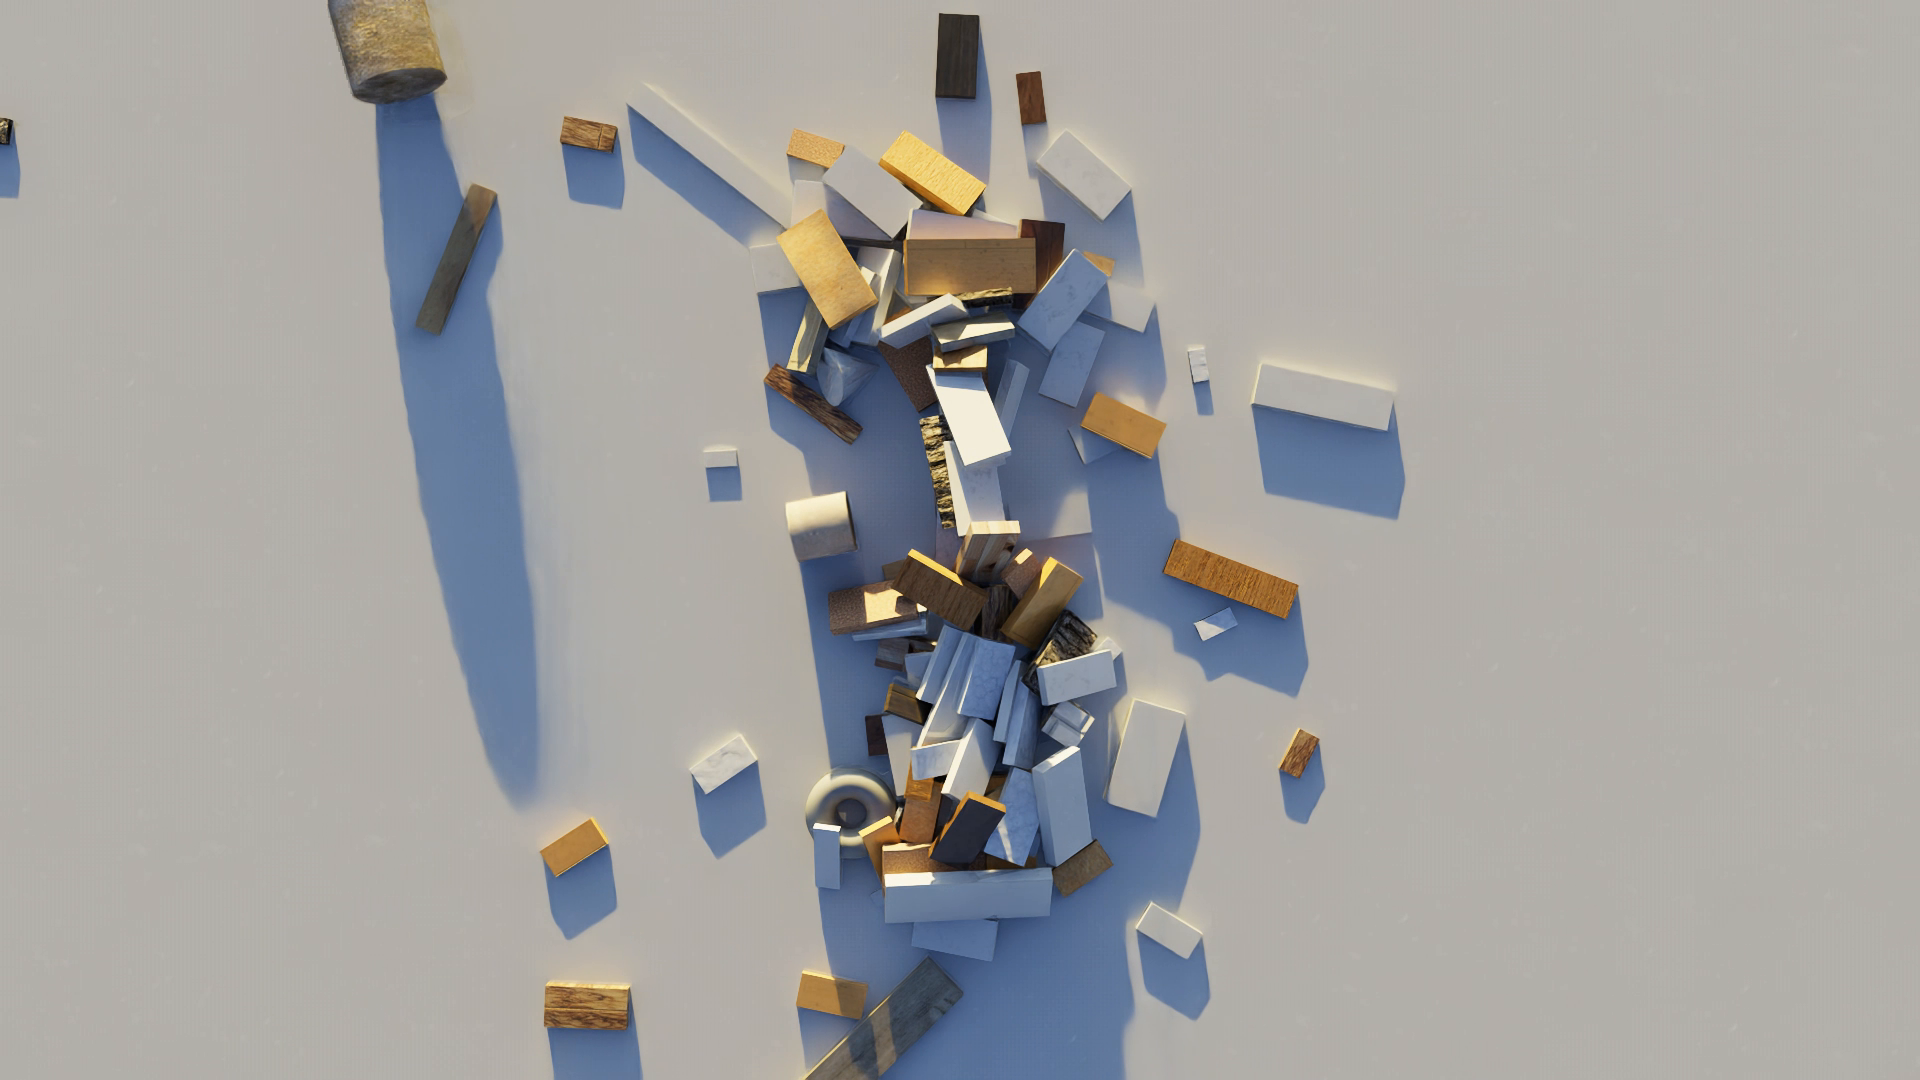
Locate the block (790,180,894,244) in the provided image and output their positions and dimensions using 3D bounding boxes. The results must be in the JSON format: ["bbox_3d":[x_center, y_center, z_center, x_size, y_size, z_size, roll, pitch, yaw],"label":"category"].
[{"bbox_3d":[-0.381,-1.080,5.428,0.337,0.048,0.168,6,90,0],"label":"block"}]

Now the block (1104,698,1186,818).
[{"bbox_3d":[0.613,0.722,5.475,0.177,0.050,0.354,16,90,0],"label":"block"}]

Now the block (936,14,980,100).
[{"bbox_3d":[-0.009,-1.607,5.481,0.135,0.038,0.269,3,90,0],"label":"block"}]

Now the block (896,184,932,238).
[{"bbox_3d":[-0.266,-1.095,5.476,0.337,0.048,0.168,4,90,0],"label":"block"}]

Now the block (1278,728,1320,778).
[{"bbox_3d":[1.129,0.710,5.489,0.074,0.021,0.149,27,90,0],"label":"block"}]

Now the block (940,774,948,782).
[{"bbox_3d":[-0.023,0.704,5.486,0.101,0.029,0.202,-4,90,0],"label":"block"}]

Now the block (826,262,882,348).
[{"bbox_3d":[-0.364,-0.776,5.424,0.130,0.037,0.259,34,102,39],"label":"block"}]

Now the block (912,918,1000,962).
[{"bbox_3d":[-0.016,1.296,5.452,0.273,0.039,0.136,9,97,9],"label":"block"}]

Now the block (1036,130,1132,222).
[{"bbox_3d":[0.413,-1.210,5.479,0.293,0.042,0.147,42,90,0],"label":"block"}]

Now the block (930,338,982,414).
[{"bbox_3d":[-0.003,-0.517,5.366,0.151,0.043,0.302,-6,87,-2],"label":"block"}]

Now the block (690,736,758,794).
[{"bbox_3d":[-0.787,0.746,5.486,0.202,0.029,0.101,-34,90,0],"label":"block"}]

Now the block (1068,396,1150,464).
[{"bbox_3d":[0.504,-0.365,5.481,0.263,0.037,0.131,-25,90,0],"label":"block"}]

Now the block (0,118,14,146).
[{"bbox_3d":[-3.246,-1.370,5.488,0.166,0.023,0.083,9,90,0],"label":"block"}]

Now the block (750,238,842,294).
[{"bbox_3d":[-0.536,-0.916,5.478,0.304,0.043,0.152,-9,90,0],"label":"block"}]

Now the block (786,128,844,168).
[{"bbox_3d":[-0.481,-1.299,5.488,0.175,0.025,0.087,18,90,0],"label":"block"}]

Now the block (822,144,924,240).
[{"bbox_3d":[-0.285,-1.137,5.383,0.304,0.043,0.152,40,90,0],"label":"block"}]

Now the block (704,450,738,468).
[{"bbox_3d":[-0.797,-0.271,5.492,0.108,0.015,0.054,-3,90,0],"label":"block"}]

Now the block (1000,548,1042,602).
[{"bbox_3d":[0.234,0.152,5.399,0.123,0.035,0.247,-42,131,-7],"label":"block"}]

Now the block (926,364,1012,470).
[{"bbox_3d":[0.026,-0.414,5.256,0.154,0.044,0.374,-19,69,-6],"label":"block"}]

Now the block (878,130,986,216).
[{"bbox_3d":[-0.091,-1.203,5.444,0.328,0.043,0.152,34,61,0],"label":"block"}]

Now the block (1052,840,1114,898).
[{"bbox_3d":[0.401,1.093,5.486,0.197,0.028,0.099,-34,90,0],"label":"block"}]

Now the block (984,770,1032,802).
[{"bbox_3d":[0.154,0.861,5.390,0.241,0.034,0.121,-28,98,-7],"label":"block"}]

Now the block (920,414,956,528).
[{"bbox_3d":[-0.006,-0.231,5.315,0.180,0.051,0.359,-12,92,-2],"label":"block"}]

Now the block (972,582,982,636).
[{"bbox_3d":[0.012,0.234,5.437,0.111,0.031,0.222,2,110,-3],"label":"block"}]

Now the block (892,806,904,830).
[{"bbox_3d":[-0.210,0.932,5.450,0.015,0.051,0.103,26,90,18],"label":"block"}]

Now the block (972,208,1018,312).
[{"bbox_3d":[0.061,-0.908,5.476,0.168,0.048,0.337,23,90,0],"label":"block"}]

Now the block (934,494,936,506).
[{"bbox_3d":[0.004,-0.152,5.416,0.180,0.051,0.359,-5,107,-1],"label":"block"}]

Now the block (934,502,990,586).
[{"bbox_3d":[0.009,0.039,5.420,0.180,0.051,0.359,1,107,-2],"label":"block"}]

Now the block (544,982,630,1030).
[{"bbox_3d":[-1.240,1.550,5.481,0.273,0.039,0.136,3,90,0],"label":"block"}]

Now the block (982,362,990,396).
[{"bbox_3d":[0.021,-0.440,5.444,0.151,0.043,0.301,-3,102,-2],"label":"block"}]

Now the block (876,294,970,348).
[{"bbox_3d":[-0.120,-0.707,5.342,0.276,0.130,0.037,-23,72,22],"label":"block"}]

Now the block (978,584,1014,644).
[{"bbox_3d":[0.117,0.260,5.413,0.111,0.031,0.222,-5,101,-23],"label":"block"}]

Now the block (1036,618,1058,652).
[{"bbox_3d":[0.287,0.303,5.490,0.069,0.020,0.139,45,90,0],"label":"block"}]

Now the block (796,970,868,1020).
[{"bbox_3d":[-0.425,1.514,5.484,0.222,0.031,0.111,12,90,0],"label":"block"}]

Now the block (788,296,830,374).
[{"bbox_3d":[-0.487,-0.678,5.437,0.037,0.130,0.259,17,90,-36],"label":"block"}]

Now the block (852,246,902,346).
[{"bbox_3d":[-0.301,-0.804,5.432,0.158,0.045,0.316,15,90,41],"label":"block"}]

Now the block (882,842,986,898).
[{"bbox_3d":[-0.086,1.077,5.399,0.334,0.047,0.167,-1,106,-6],"label":"block"}]

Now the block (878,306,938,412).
[{"bbox_3d":[-0.155,-0.600,5.478,0.158,0.045,0.316,-31,90,0],"label":"block"}]

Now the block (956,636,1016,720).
[{"bbox_3d":[0.083,0.450,5.357,0.127,0.036,0.255,14,97,-26],"label":"block"}]

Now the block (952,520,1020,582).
[{"bbox_3d":[0.080,0.040,5.263,0.154,0.308,0.044,-1,59,-14],"label":"block"}]

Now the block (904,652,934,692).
[{"bbox_3d":[-0.119,0.465,5.429,0.099,0.028,0.198,-5,112,5],"label":"block"}]

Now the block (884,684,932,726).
[{"bbox_3d":[-0.156,0.541,5.373,0.184,0.026,0.092,24,65,-25],"label":"block"}]

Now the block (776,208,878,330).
[{"bbox_3d":[-0.431,-0.878,5.354,0.176,0.050,0.352,-32,82,6],"label":"block"}]

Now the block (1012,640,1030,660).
[{"bbox_3d":[0.111,0.394,5.484,0.222,0.031,0.111,-39,90,0],"label":"block"}]

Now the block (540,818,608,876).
[{"bbox_3d":[-1.283,1.021,5.486,0.202,0.029,0.101,-33,90,0],"label":"block"}]

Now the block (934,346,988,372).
[{"bbox_3d":[0.001,-0.581,5.281,0.169,0.024,0.085,0,60,5],"label":"block"}]

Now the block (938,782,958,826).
[{"bbox_3d":[0.046,0.902,5.457,0.264,0.037,0.132,18,90,-11],"label":"block"}]

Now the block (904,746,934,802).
[{"bbox_3d":[-0.125,0.757,5.327,0.083,0.023,0.166,10,89,-7],"label":"block"}]

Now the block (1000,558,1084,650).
[{"bbox_3d":[0.270,0.211,5.406,0.145,0.041,0.290,30,96,-41],"label":"block"}]

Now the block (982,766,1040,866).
[{"bbox_3d":[0.186,0.894,5.340,0.144,0.041,0.288,22,82,-12],"label":"block"}]

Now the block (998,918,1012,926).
[{"bbox_3d":[0.052,1.162,5.481,0.136,0.039,0.273,-27,90,0],"label":"block"}]

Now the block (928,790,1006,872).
[{"bbox_3d":[0.022,0.936,5.292,0.135,0.038,0.269,24,114,-16],"label":"block"}]

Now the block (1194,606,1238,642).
[{"bbox_3d":[0.852,0.280,5.491,0.130,0.018,0.065,-26,90,0],"label":"block"}]

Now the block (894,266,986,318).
[{"bbox_3d":[-0.070,-0.795,5.429,0.158,0.045,0.316,-43,86,2],"label":"block"}]

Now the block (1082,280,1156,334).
[{"bbox_3d":[0.513,-0.789,5.482,0.248,0.035,0.124,21,90,0],"label":"block"}]
